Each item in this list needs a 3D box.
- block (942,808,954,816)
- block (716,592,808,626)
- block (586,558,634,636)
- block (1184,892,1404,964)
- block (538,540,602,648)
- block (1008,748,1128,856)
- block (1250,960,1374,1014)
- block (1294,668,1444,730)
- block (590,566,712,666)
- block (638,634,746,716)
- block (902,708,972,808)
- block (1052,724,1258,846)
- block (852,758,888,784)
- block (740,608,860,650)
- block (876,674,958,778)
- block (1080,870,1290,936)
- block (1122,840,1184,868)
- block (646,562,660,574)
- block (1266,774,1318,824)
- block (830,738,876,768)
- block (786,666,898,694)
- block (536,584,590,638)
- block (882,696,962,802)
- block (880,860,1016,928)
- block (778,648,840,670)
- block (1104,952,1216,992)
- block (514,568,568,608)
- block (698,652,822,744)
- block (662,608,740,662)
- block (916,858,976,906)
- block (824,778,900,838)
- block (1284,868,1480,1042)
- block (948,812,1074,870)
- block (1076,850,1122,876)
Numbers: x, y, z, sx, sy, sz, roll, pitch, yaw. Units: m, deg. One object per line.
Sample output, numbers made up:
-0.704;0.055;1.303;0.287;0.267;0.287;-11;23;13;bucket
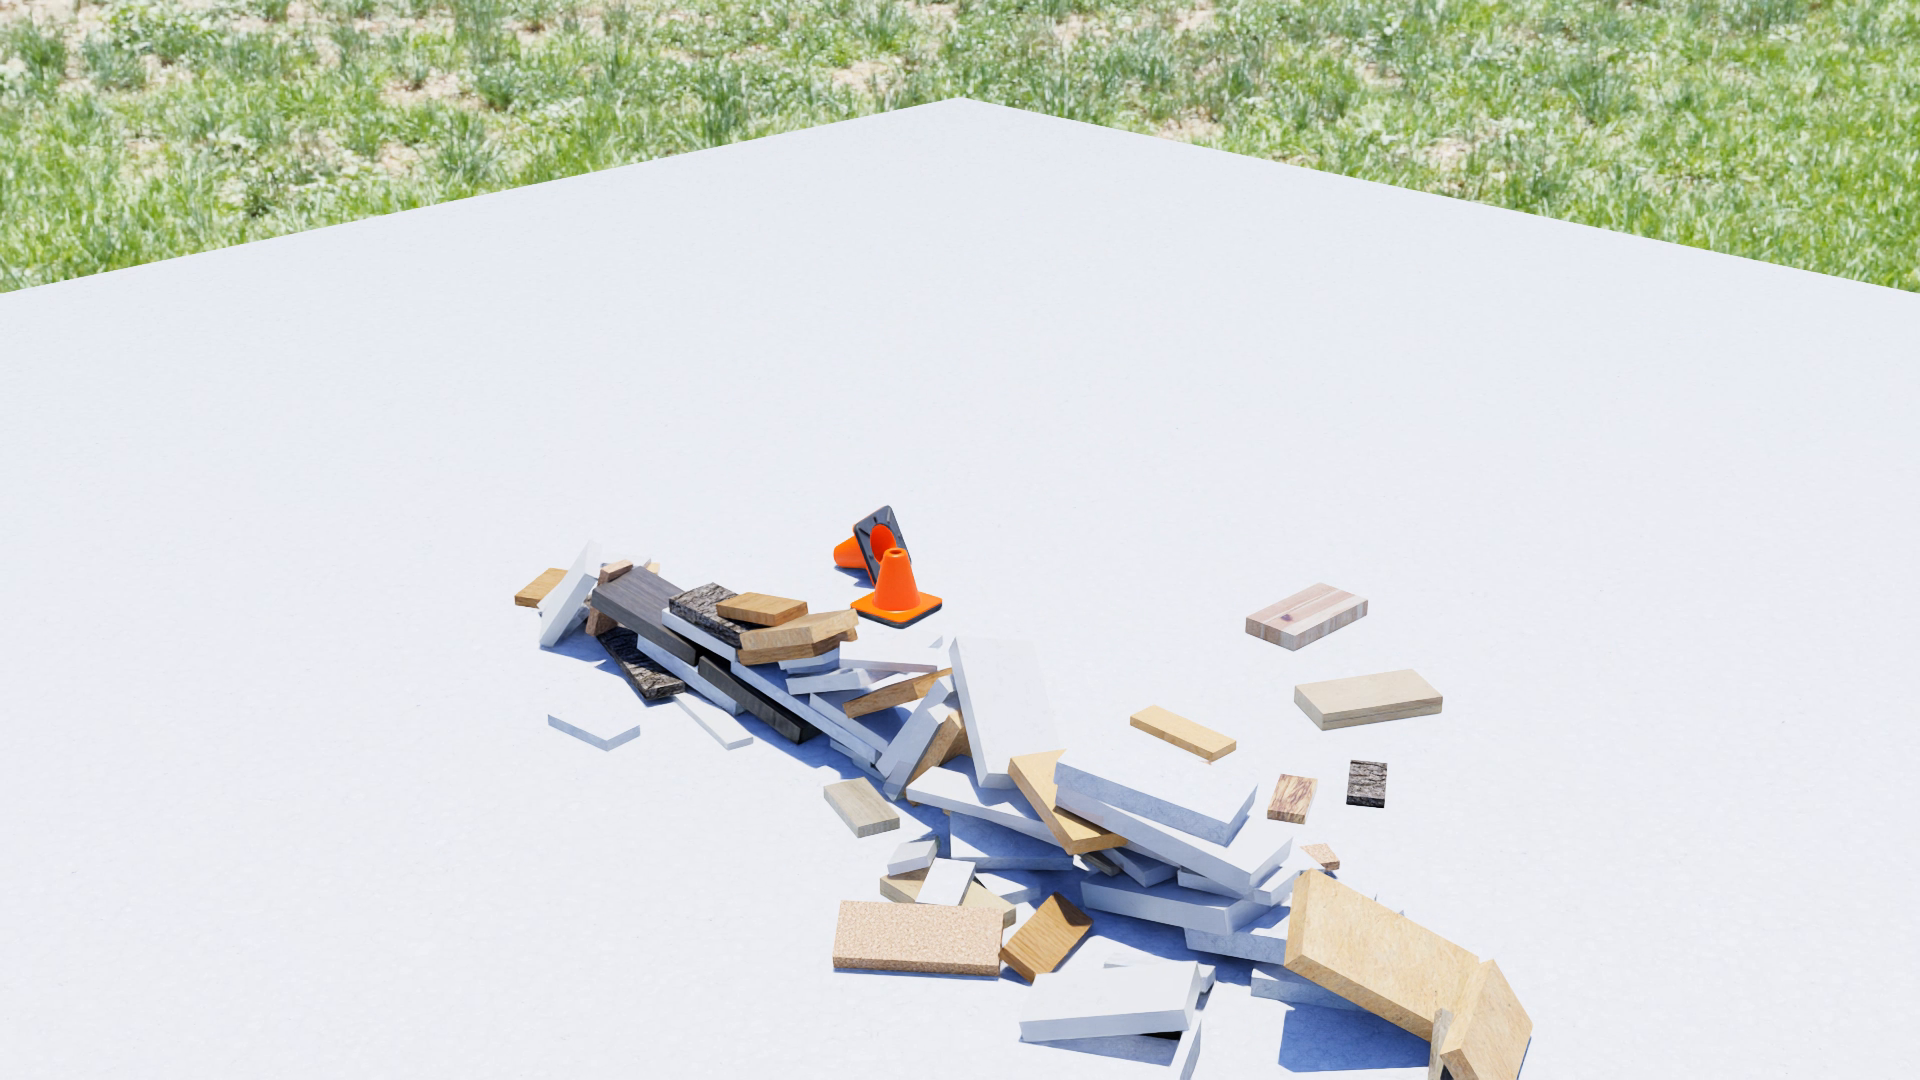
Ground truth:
0.027;0.548;4.373;0.112;0.016;0.056;27;41;31;block
-0.430;0.149;4.774;0.192;0.027;0.096;8;21;43;block
-0.814;0.134;5.102;0.025;0.175;0.087;30;28;22;block
0.594;0.692;3.912;0.355;0.050;0.177;0;16;44;block
-0.910;0.126;5.140;0.035;0.246;0.123;25;34;-21;block
0.200;0.484;4.081;0.123;0.035;0.247;-6;35;-28;block
0.662;0.771;3.893;0.275;0.039;0.138;6;24;14;block
0.905;0.353;4.877;0.290;0.041;0.145;-7;24;-16;block
-0.667;0.171;5.000;0.318;0.045;0.159;28;34;26;block
-0.559;0.274;4.953;0.318;0.045;0.159;31;36;30;block
-0.010;0.425;4.436;0.135;0.271;0.038;-21;61;-40;block
0.356;0.442;4.004;0.334;0.047;0.167;18;27;19;block
-0.162;0.475;4.618;0.064;0.018;0.129;-18;29;-36;block
-0.342;0.191;4.668;0.127;0.036;0.254;-21;8;-40;block
-0.054;0.371;4.468;0.135;0.271;0.038;-13;56;-49;block
0.412;0.646;4.055;0.177;0.050;0.355;-21;15;-40;block
0.366;0.551;4.072;0.098;0.028;0.195;-21;24;-40;block
-0.823;0.078;5.555;0.123;0.017;0.062;-1;23;-1;block
0.679;0.528;4.488;0.077;0.022;0.155;7;24;16;block
-0.208;0.441;4.650;0.064;0.018;0.129;-19;29;-40;block
-0.243;0.284;4.626;0.121;0.034;0.241;-20;7;-42;block
-0.950;0.165;5.279;0.087;0.025;0.175;-45;35;-6;block
-0.052;0.416;4.455;0.135;0.271;0.038;-21;61;-40;block
-0.024;0.675;4.124;0.123;0.035;0.247;-19;30;-38;block
-0.312;0.249;4.670;0.143;0.020;0.072;-10;8;45;block
0.353;0.763;3.886;0.183;0.026;0.091;6;3;16;block
-1.018;0.120;5.446;0.090;0.026;0.181;8;24;17;block
-0.408;0.326;4.827;0.318;0.045;0.159;31;36;30;block
-0.536;0.195;4.887;0.246;0.035;0.123;24;32;37;block
-0.026;0.649;4.113;0.079;0.022;0.158;5;24;12;block
-0.200;0.541;4.454;0.091;0.026;0.182;-10;25;-23;block
0.716;0.712;3.713;0.355;0.050;0.177;29;45;-13;block
0.098;0.579;4.238;0.234;0.033;0.117;1;40;-3;block
0.270;0.590;4.167;0.068;0.019;0.135;-20;27;-30;block
